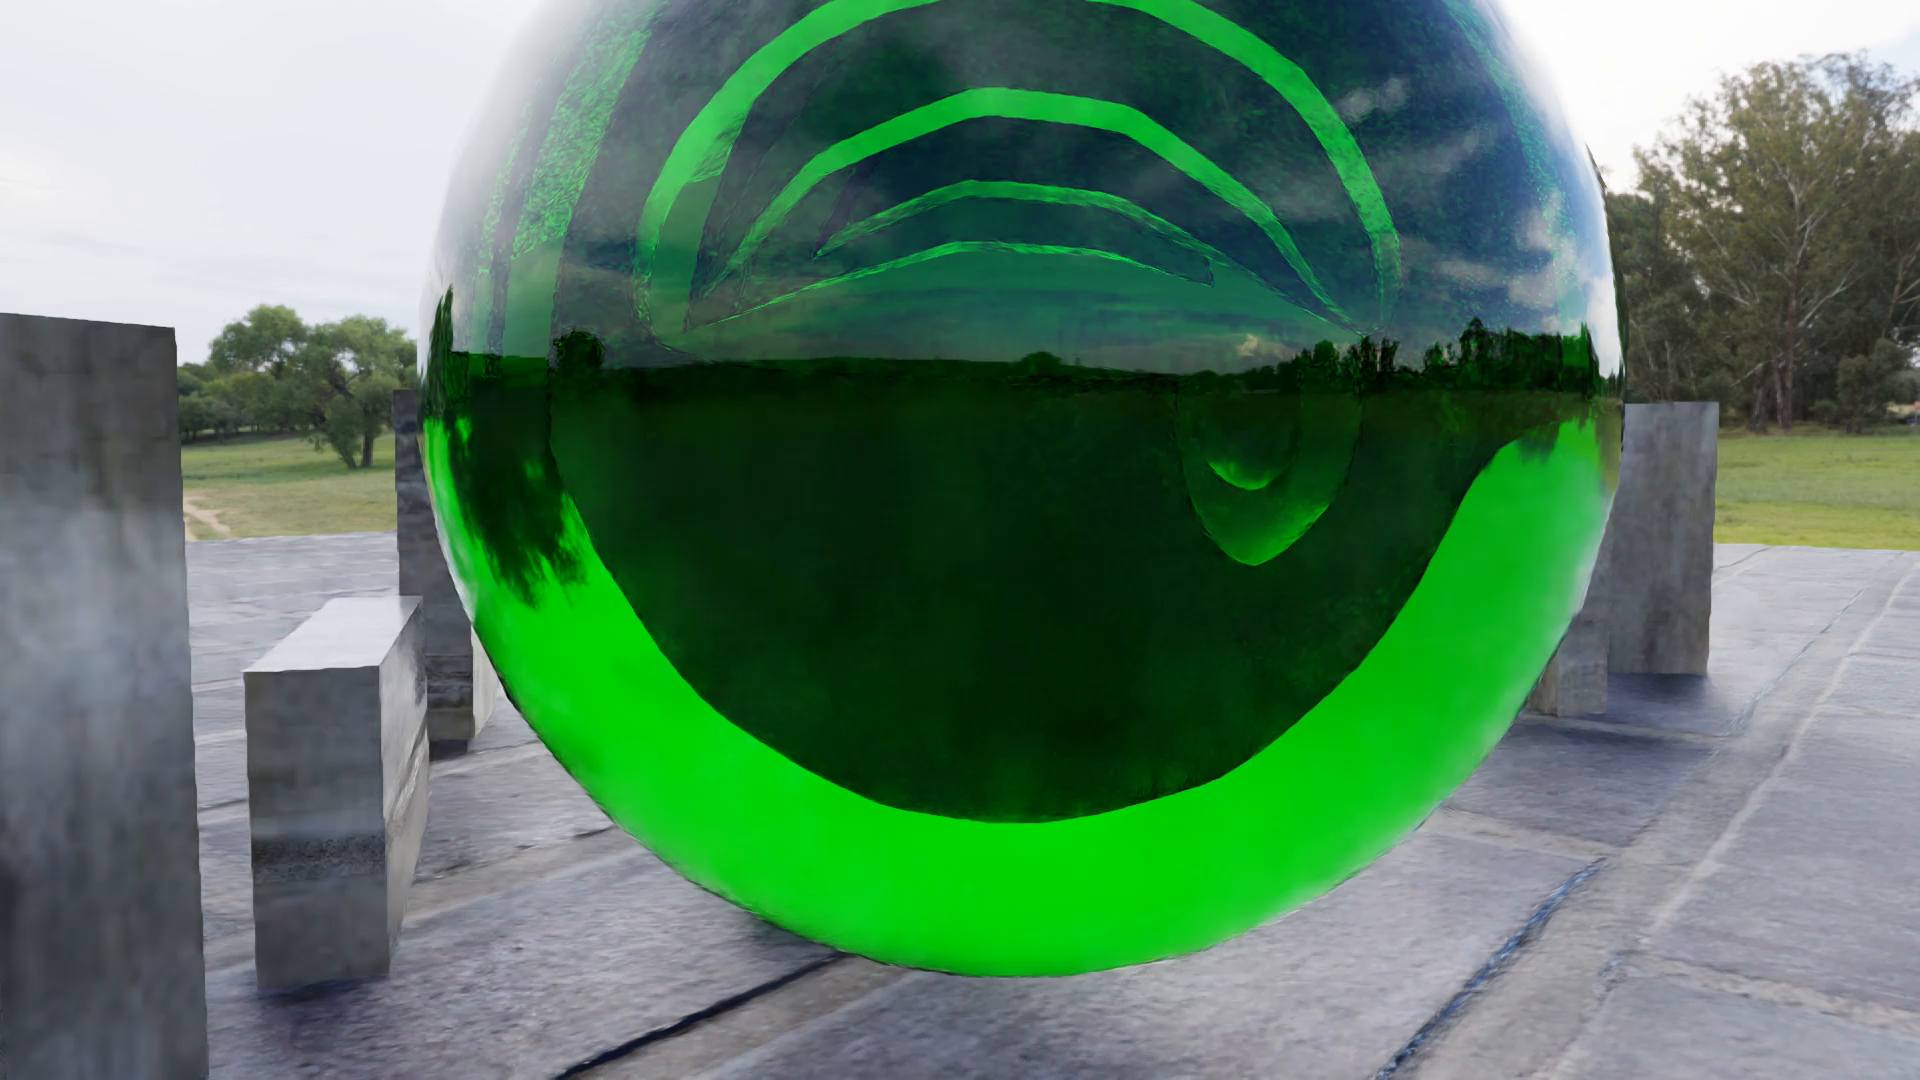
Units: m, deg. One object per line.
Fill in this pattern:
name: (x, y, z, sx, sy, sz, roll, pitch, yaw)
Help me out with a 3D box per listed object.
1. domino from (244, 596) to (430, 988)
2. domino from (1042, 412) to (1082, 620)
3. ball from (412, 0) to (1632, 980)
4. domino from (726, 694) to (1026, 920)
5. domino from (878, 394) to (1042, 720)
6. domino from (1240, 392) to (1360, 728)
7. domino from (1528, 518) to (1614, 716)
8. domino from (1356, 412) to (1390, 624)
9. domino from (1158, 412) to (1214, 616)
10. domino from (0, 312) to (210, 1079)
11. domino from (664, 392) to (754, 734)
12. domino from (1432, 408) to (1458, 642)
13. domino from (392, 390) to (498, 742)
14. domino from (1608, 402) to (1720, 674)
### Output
domino: (-0.059, 0.021, 0.124, 0.010, 0.025, 0.050, -1, 5, -19)
domino: (0.018, -0.007, 0.322, 0.009, 0.050, 0.025, -4, 6, -43)
ball: (0.004, -0.010, 0.093, 0.080, 0.080, 0.080, 0, 4, 0)
domino: (-0.012, 0.028, 0.141, 0.025, 0.009, 0.050, -2, 7, -13)
domino: (0.000, 0.002, 0.201, 0.025, 0.050, 0.010, 0, 4, 0)
domino: (0.053, 0.002, 0.203, 0.009, 0.050, 0.025, 0, 4, -5)
domino: (0.094, 0.002, 0.212, 0.009, 0.050, 0.025, -1, 5, -18)
domino: (0.092, -0.005, 0.306, 0.009, 0.050, 0.025, 4, 6, 40)
domino: (0.058, -0.007, 0.327, 0.010, 0.050, 0.025, 2, 5, 20)
domino: (-0.060, 0.012, 0.075, 0.009, 0.050, 0.025, 2, 5, 22)
domino: (-0.038, 0.003, 0.199, 0.009, 0.050, 0.025, 0, 4, -3)
domino: (0.115, -0.003, 0.280, 0.025, 0.050, 0.009, -3, 5, -33)
domino: (-0.077, 0.003, 0.195, 0.010, 0.050, 0.025, -1, 4, -13)
domino: (0.126, -0.001, 0.241, 0.025, 0.050, 0.009, 1, 4, 9)
